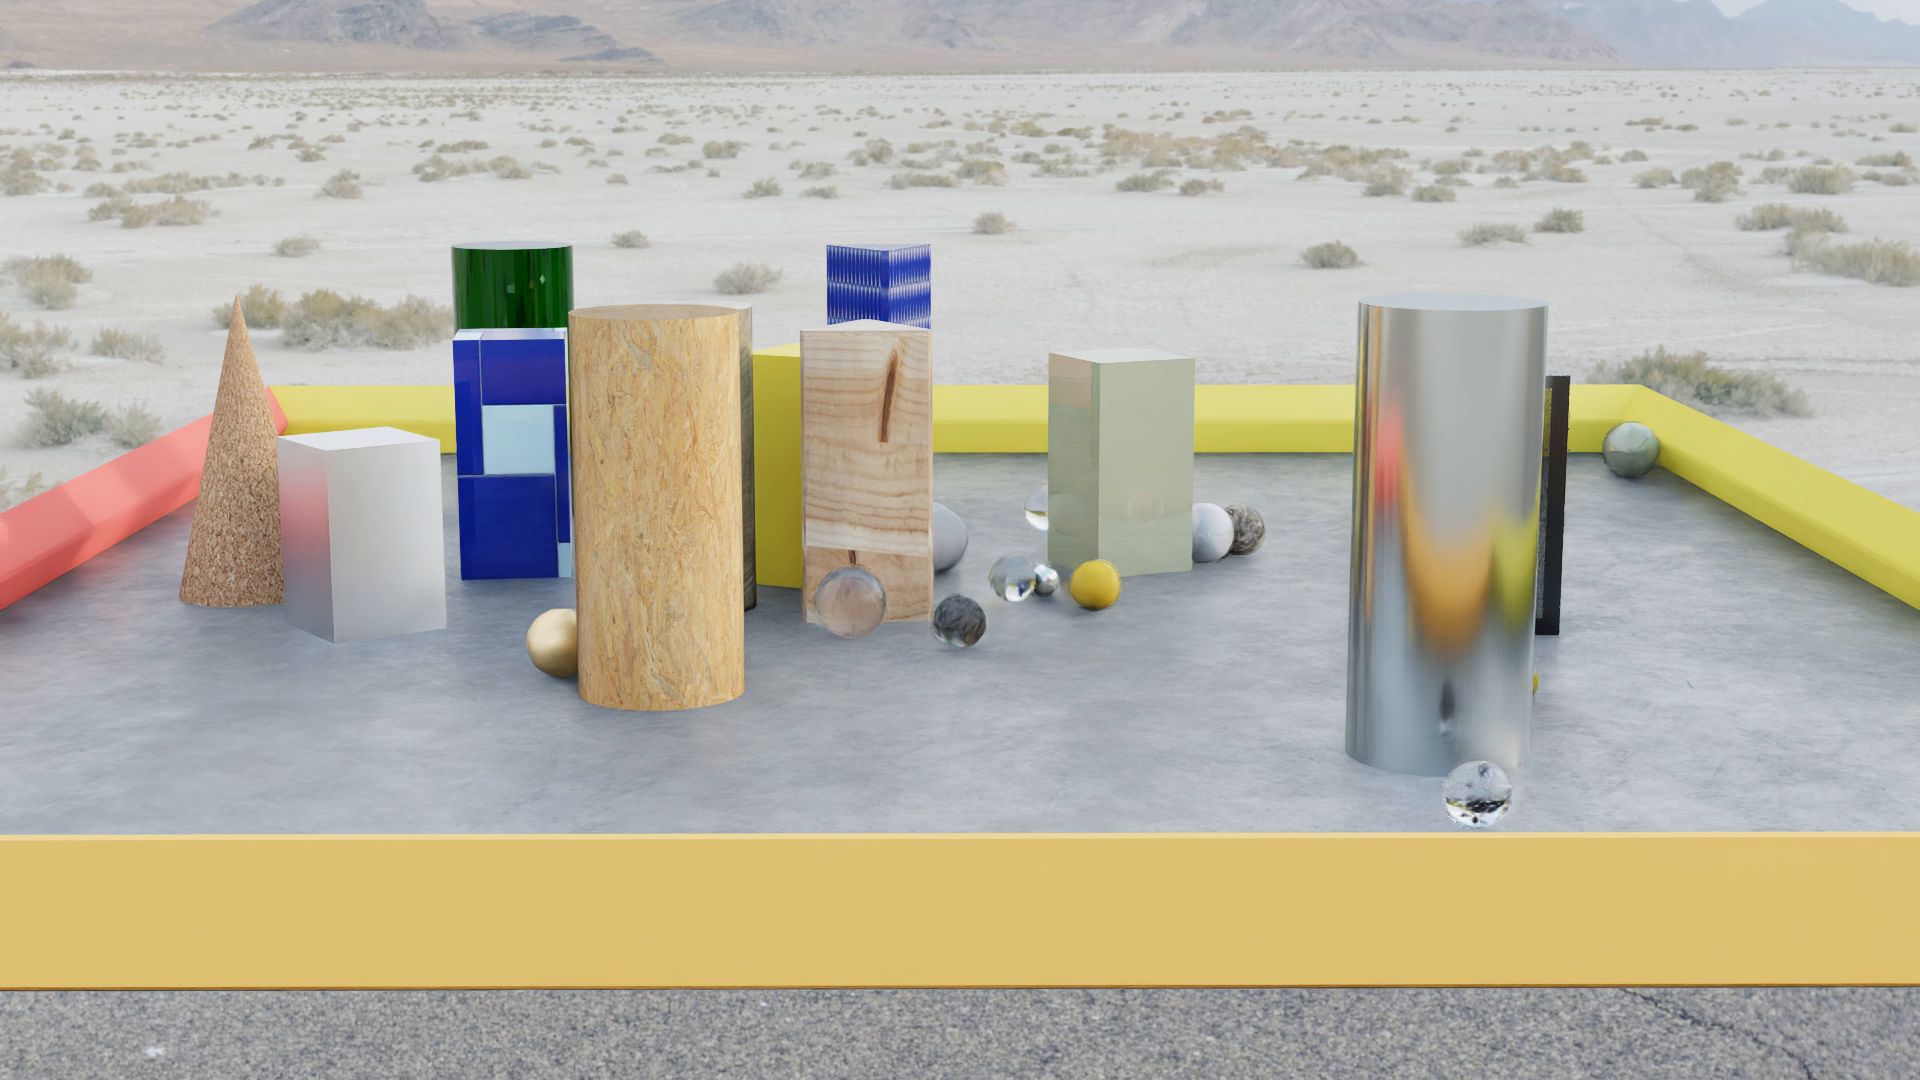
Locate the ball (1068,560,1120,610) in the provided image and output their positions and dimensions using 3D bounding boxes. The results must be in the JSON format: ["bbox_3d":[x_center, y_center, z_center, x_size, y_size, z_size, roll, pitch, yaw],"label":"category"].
[{"bbox_3d":[0.181,0.061,3.462,0.068,0.068,0.068,0,11,0],"label":"ball"}]

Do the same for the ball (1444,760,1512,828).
[{"bbox_3d":[0.500,0.245,2.477,0.065,0.065,0.065,0,11,0],"label":"ball"}]

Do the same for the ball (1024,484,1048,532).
[{"bbox_3d":[0.140,-0.051,4.044,0.076,0.076,0.076,0,11,0],"label":"ball"}]

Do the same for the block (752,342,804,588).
[{"bbox_3d":[-0.203,-0.107,3.656,0.156,0.327,0.156,5,12,26],"label":"block"}]

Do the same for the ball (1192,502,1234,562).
[{"bbox_3d":[0.361,-0.011,3.791,0.090,0.090,0.090,0,11,0],"label":"ball"}]

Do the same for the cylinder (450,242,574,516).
[{"bbox_3d":[-0.723,-0.260,4.180,0.195,0.438,0.195,0,11,0],"label":"cylinder"}]

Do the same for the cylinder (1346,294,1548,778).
[{"bbox_3d":[0.511,-0.010,2.706,0.195,0.483,0.195,0,11,0],"label":"cylinder"}]

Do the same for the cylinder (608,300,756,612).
[{"bbox_3d":[-0.375,-0.112,3.460,0.195,0.408,0.195,0,11,0],"label":"cylinder"}]

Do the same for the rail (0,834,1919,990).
[{"bbox_3d":[0.008,0.291,2.057,2.597,0.127,0.045,0,11,0],"label":"rail"}]

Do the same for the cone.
[{"bbox_3d":[-0.989,-0.133,3.546,0.195,0.419,0.195,0,11,0],"label":"cone"}]

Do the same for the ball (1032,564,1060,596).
[{"bbox_3d":[0.117,0.055,3.558,0.044,0.044,0.044,0,11,0],"label":"ball"}]

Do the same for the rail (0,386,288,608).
[{"bbox_3d":[-1.275,0.034,3.442,0.045,0.127,2.879,0,11,0],"label":"rail"}]

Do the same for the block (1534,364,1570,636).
[{"bbox_3d":[0.697,-0.057,3.361,0.156,0.337,0.156,0,11,1],"label":"block"}]

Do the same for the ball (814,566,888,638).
[{"bbox_3d":[-0.140,0.080,3.291,0.094,0.094,0.094,0,11,0],"label":"ball"}]

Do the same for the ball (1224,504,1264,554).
[{"bbox_3d":[0.419,-0.016,3.855,0.077,0.077,0.077,0,11,0],"label":"ball"}]

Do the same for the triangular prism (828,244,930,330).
[{"bbox_3d":[-0.109,-0.265,4.215,0.146,0.435,0.169,-7,13,-35],"label":"triangular prism"}]

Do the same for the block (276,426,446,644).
[{"bbox_3d":[-0.781,-0.010,3.349,0.156,0.249,0.156,-8,13,-37],"label":"block"}]

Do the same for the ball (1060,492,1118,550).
[{"bbox_3d":[0.195,-0.028,3.890,0.088,0.088,0.088,0,11,0],"label":"ball"}]

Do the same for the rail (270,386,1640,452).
[{"bbox_3d":[-0.008,-0.226,4.841,2.597,0.127,0.045,0,11,0],"label":"rail"}]

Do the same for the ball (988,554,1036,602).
[{"bbox_3d":[0.072,0.052,3.518,0.065,0.065,0.065,0,11,0],"label":"ball"}]

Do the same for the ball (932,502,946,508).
[{"bbox_3d":[-0.043,-0.021,3.889,0.073,0.073,0.073,0,11,0],"label":"ball"}]

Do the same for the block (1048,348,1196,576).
[{"bbox_3d":[0.234,-0.116,3.750,0.156,0.310,0.156,-5,12,-25],"label":"block"}]

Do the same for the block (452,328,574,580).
[{"bbox_3d":[-0.646,-0.128,3.724,0.156,0.344,0.156,-1,11,-7],"label":"block"}]

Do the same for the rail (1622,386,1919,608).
[{"bbox_3d":[1.275,0.031,3.456,0.045,0.127,2.879,0,11,0],"label":"rail"}]

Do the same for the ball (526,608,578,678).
[{"bbox_3d":[-0.480,0.124,3.084,0.083,0.083,0.083,0,11,0],"label":"ball"}]

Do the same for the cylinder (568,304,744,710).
[{"bbox_3d":[-0.351,-0.042,2.982,0.195,0.446,0.195,0,11,0],"label":"cylinder"}]

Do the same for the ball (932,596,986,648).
[{"bbox_3d":[-0.001,0.103,3.235,0.067,0.067,0.067,0,11,0],"label":"ball"}]

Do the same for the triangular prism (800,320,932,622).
[{"bbox_3d":[-0.124,-0.096,3.434,0.169,0.386,0.146,0,11,-2],"label":"triangular prism"}]

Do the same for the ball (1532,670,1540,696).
[{"bbox_3d":[0.652,0.164,2.981,0.041,0.041,0.041,0,11,0],"label":"ball"}]

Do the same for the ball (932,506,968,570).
[{"bbox_3d":[-0.035,-0.002,3.734,0.093,0.093,0.093,0,11,0],"label":"ball"}]

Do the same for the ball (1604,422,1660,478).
[{"bbox_3d":[1.199,-0.160,4.575,0.097,0.097,0.097,0,11,0],"label":"ball"}]
